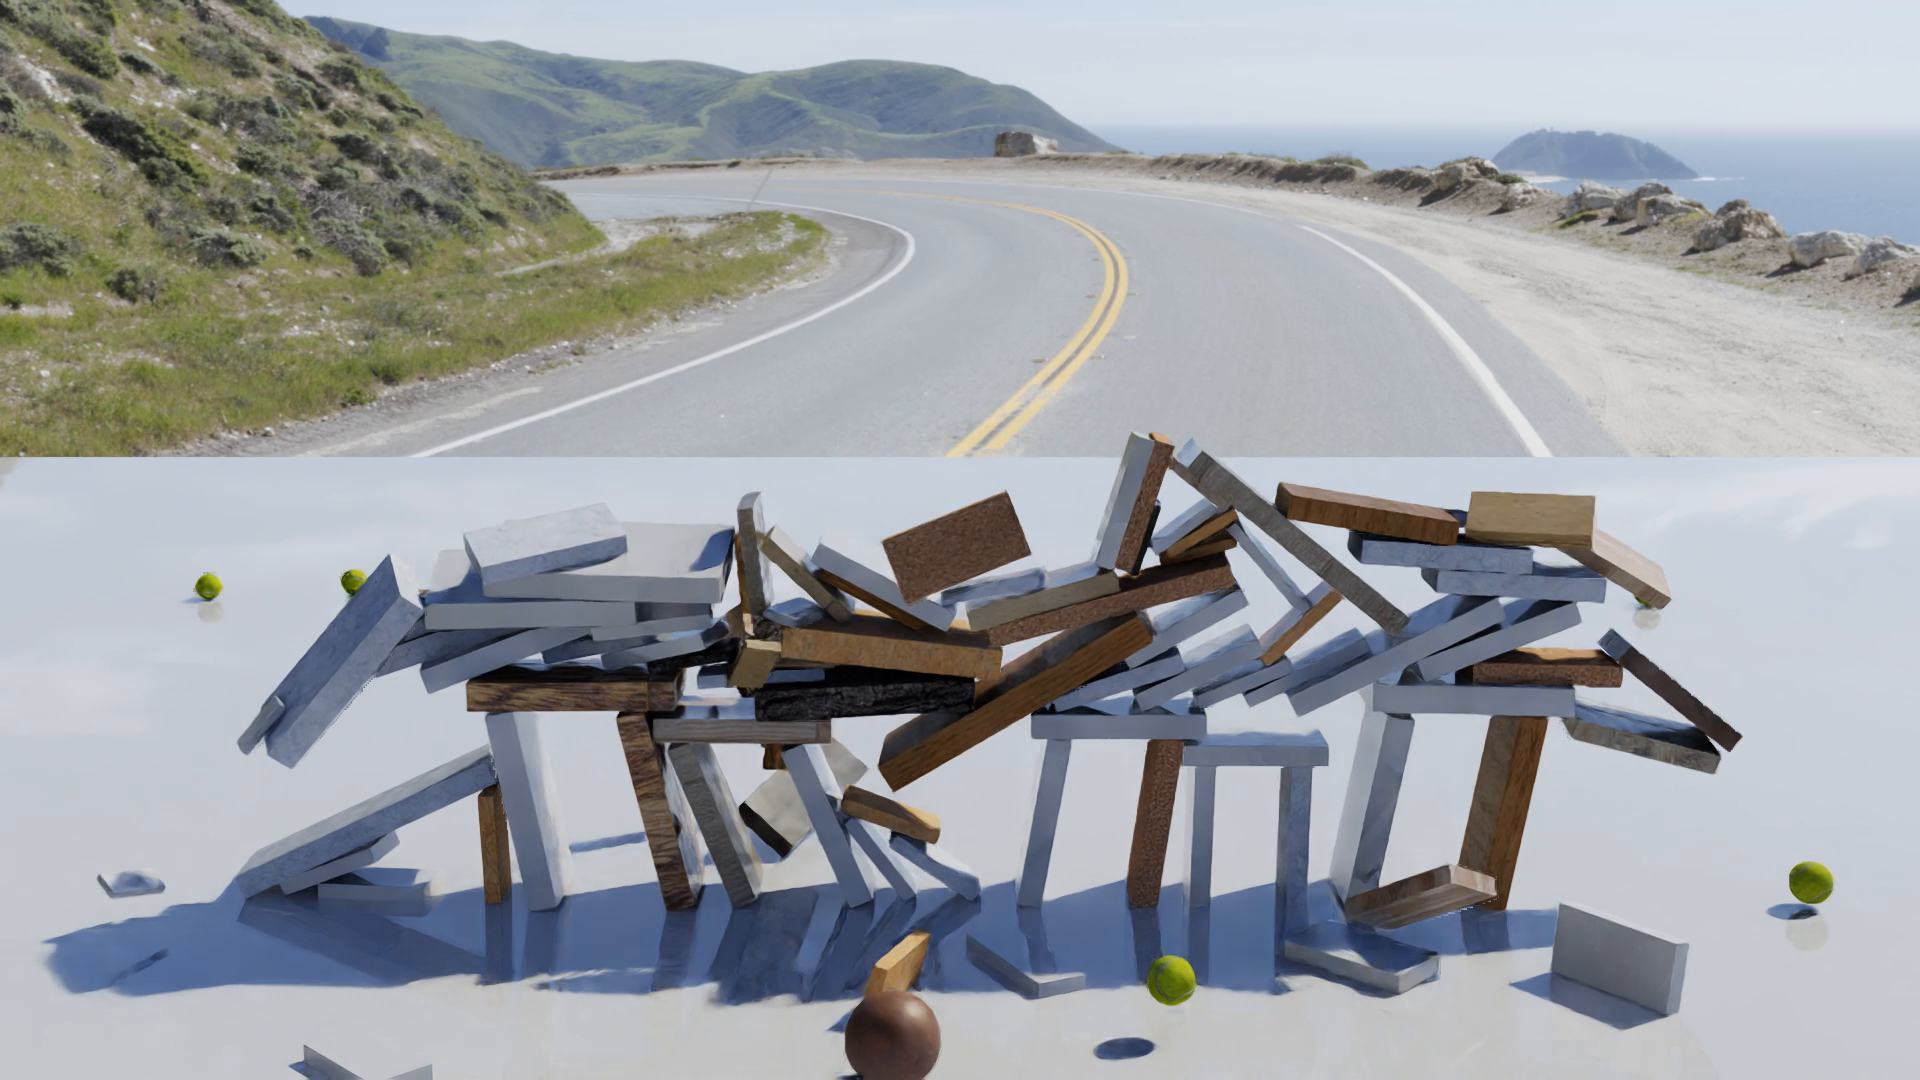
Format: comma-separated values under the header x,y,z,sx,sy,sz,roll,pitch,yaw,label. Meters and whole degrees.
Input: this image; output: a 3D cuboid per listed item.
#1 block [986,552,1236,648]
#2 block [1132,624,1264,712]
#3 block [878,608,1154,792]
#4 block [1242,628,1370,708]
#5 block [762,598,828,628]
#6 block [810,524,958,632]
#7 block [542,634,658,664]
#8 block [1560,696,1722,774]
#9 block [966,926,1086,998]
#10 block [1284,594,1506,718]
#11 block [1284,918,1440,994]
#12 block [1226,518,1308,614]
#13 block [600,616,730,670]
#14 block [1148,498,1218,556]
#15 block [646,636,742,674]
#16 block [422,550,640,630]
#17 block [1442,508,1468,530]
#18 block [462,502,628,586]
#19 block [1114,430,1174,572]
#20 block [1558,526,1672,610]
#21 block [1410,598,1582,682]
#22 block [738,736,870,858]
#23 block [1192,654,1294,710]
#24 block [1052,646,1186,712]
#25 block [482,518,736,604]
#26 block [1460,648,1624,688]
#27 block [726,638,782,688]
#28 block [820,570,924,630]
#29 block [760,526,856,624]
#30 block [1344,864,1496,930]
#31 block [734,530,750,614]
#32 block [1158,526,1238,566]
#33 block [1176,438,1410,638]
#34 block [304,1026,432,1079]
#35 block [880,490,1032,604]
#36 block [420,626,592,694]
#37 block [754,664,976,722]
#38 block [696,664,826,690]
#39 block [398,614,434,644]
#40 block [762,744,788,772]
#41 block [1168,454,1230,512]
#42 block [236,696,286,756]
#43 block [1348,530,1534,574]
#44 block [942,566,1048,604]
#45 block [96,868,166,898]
x,y,z,sx,sy,sz,roll,pitch,yaw,label
0.241,0.094,3.566,0.401,0.035,0.123,-15,11,4,block
0.386,0.208,3.601,0.219,0.031,0.109,-26,10,4,block
0.090,0.246,3.603,0.488,0.050,0.176,-31,9,9,block
0.563,0.209,3.605,0.217,0.023,0.082,-26,10,5,block
-0.262,0.116,3.528,0.057,0.016,0.114,19,15,22,block
-0.120,0.061,3.572,0.247,0.035,0.123,28,14,-5,block
-0.586,0.162,3.633,0.192,0.027,0.096,-11,12,23,block
1.114,0.317,3.616,0.241,0.034,0.121,14,18,-3,block
0.098,0.639,3.343,0.079,0.022,0.232,-5,12,-27,block
0.700,0.177,3.588,0.368,0.038,0.134,-26,10,4,block
0.610,0.632,3.344,0.105,0.030,0.210,-16,18,-43,block
0.497,0.037,3.562,0.018,0.189,0.063,-39,11,14,block
-0.481,0.169,3.592,0.192,0.027,0.096,-13,11,23,block
0.358,-0.023,3.548,0.121,0.017,0.061,-37,11,6,block
-0.434,0.188,3.605,0.151,0.021,0.076,-9,11,1,block
-0.686,0.076,3.567,0.334,0.047,0.167,-1,31,-1,block
0.884,-0.025,3.637,0.194,0.028,0.097,8,1,-10,block
-0.663,0.004,3.517,0.235,0.033,0.117,-14,33,-21,block
0.291,-0.062,3.537,0.030,0.214,0.107,17,11,-4,block
1.050,0.026,3.571,0.225,0.028,0.097,29,30,-12,block
0.864,0.151,3.588,0.268,0.038,0.134,-21,10,3,block
-0.284,0.456,4.004,0.117,0.033,0.357,41,26,4,block
0.460,0.227,3.605,0.165,0.023,0.082,-22,10,3,block
0.255,0.221,3.599,0.219,0.031,0.109,-18,10,3,block
-0.562,0.033,3.546,0.380,0.047,0.167,2,31,3,block
0.945,0.207,3.598,0.241,0.034,0.121,1,11,-1,block
-0.327,0.197,3.482,0.057,0.016,0.114,8,-37,-20,block
-0.139,0.084,3.589,0.182,0.026,0.091,28,13,-4,block
-0.245,0.056,3.564,0.182,0.026,0.091,43,11,-9,block
0.707,0.551,3.386,0.105,0.030,0.210,20,-34,-34,block
-0.350,0.050,3.601,0.018,0.130,0.065,-4,11,5,block
0.388,0.006,3.595,0.127,0.018,0.063,-15,25,12,block
0.537,-0.005,3.555,0.438,0.039,0.136,38,8,-8,block
-0.801,0.706,2.972,0.090,0.026,0.181,-10,15,-44,block
-0.006,0.011,3.486,0.214,0.107,0.030,-22,6,0,block
-0.740,0.171,3.616,0.285,0.040,0.143,-21,10,-6,block
-0.153,0.242,3.603,0.352,0.050,0.176,-3,11,0,block
-0.323,0.217,3.593,0.206,0.021,0.076,-4,11,0,block
-0.907,0.144,3.654,0.181,0.026,0.090,-20,10,-4,block
-0.293,0.290,3.758,0.065,0.208,0.018,3,-12,11,block
0.381,-0.094,3.538,0.122,0.017,0.061,38,9,-9,block
-1.114,0.295,3.504,0.013,0.095,0.047,42,-6,-29,block
0.777,0.016,3.569,0.273,0.039,0.136,3,10,0,block
0.056,0.073,3.527,0.158,0.022,0.079,-11,5,14,block
-1.322,0.547,3.509,0.047,0.013,0.095,40,21,29,block
